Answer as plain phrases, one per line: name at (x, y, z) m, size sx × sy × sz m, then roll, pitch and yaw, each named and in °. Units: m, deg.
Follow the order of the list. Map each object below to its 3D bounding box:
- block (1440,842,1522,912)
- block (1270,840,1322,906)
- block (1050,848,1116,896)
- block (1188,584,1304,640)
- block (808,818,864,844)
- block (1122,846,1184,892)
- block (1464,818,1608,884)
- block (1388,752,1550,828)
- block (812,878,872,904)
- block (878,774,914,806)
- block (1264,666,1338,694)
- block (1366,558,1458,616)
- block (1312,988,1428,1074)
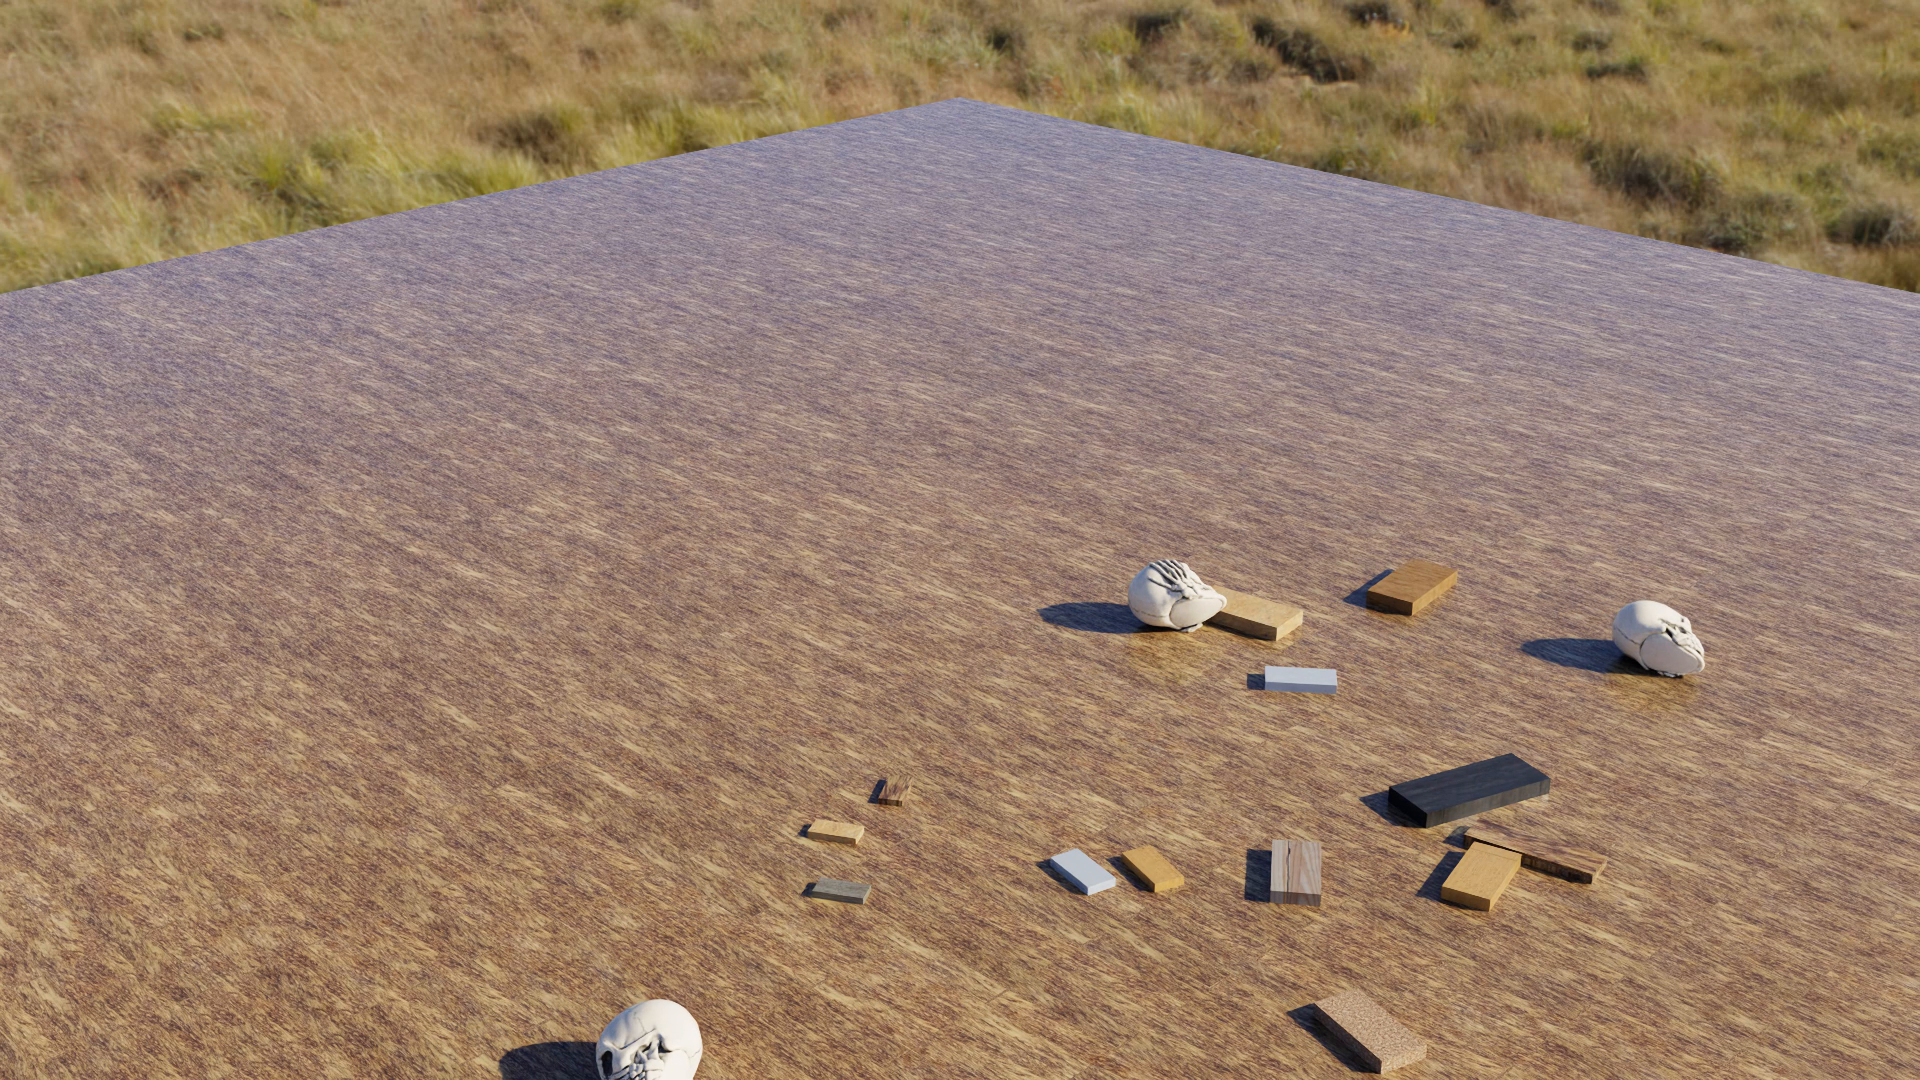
block at (0.999, 0.643, 4.211) m, size 0.094 × 0.027 × 0.189 m, roll 13°, pitch 26°, yaw 28°
block at (0.645, 0.638, 4.223) m, size 0.094 × 0.027 × 0.189 m, roll 3°, pitch 23°, yaw 8°
block at (0.236, 0.638, 4.233) m, size 0.064 × 0.018 × 0.128 m, roll -14°, pitch 27°, yaw -29°
block at (0.687, 0.175, 5.304) m, size 0.247 × 0.035 × 0.123 m, roll 17°, pitch 28°, yaw 34°
block at (-0.247, 0.580, 4.374) m, size 0.101 × 0.014 × 0.050 m, roll 7°, pitch 24°, yaw 15°
block at (0.371, 0.634, 4.244) m, size 0.064 × 0.018 × 0.128 m, roll -11°, pitch 25°, yaw -24°
block at (1.124, 0.607, 4.301) m, size 0.261 × 0.023 × 0.080 m, roll 15°, pitch 27°, yaw 32°
block at (1.045, 0.512, 4.509) m, size 0.316 × 0.035 × 0.123 m, roll -11°, pitch 25°, yaw -25°
block at (-0.224, 0.666, 4.173) m, size 0.101 × 0.014 × 0.050 m, roll 6°, pitch 24°, yaw 14°
block at (-0.131, 0.516, 4.527) m, size 0.050 × 0.014 × 0.101 m, roll 5°, pitch 23°, yaw 11°
block at (0.772, 0.317, 4.984) m, size 0.160 × 0.023 × 0.080 m, roll 3°, pitch 23°, yaw 6°
block at (1.120, 0.115, 5.445) m, size 0.123 × 0.035 × 0.247 m, roll 17°, pitch 28°, yaw 34°
block at (0.698, 0.837, 3.755) m, size 0.094 × 0.027 × 0.189 m, roll -12°, pitch 26°, yaw -26°
